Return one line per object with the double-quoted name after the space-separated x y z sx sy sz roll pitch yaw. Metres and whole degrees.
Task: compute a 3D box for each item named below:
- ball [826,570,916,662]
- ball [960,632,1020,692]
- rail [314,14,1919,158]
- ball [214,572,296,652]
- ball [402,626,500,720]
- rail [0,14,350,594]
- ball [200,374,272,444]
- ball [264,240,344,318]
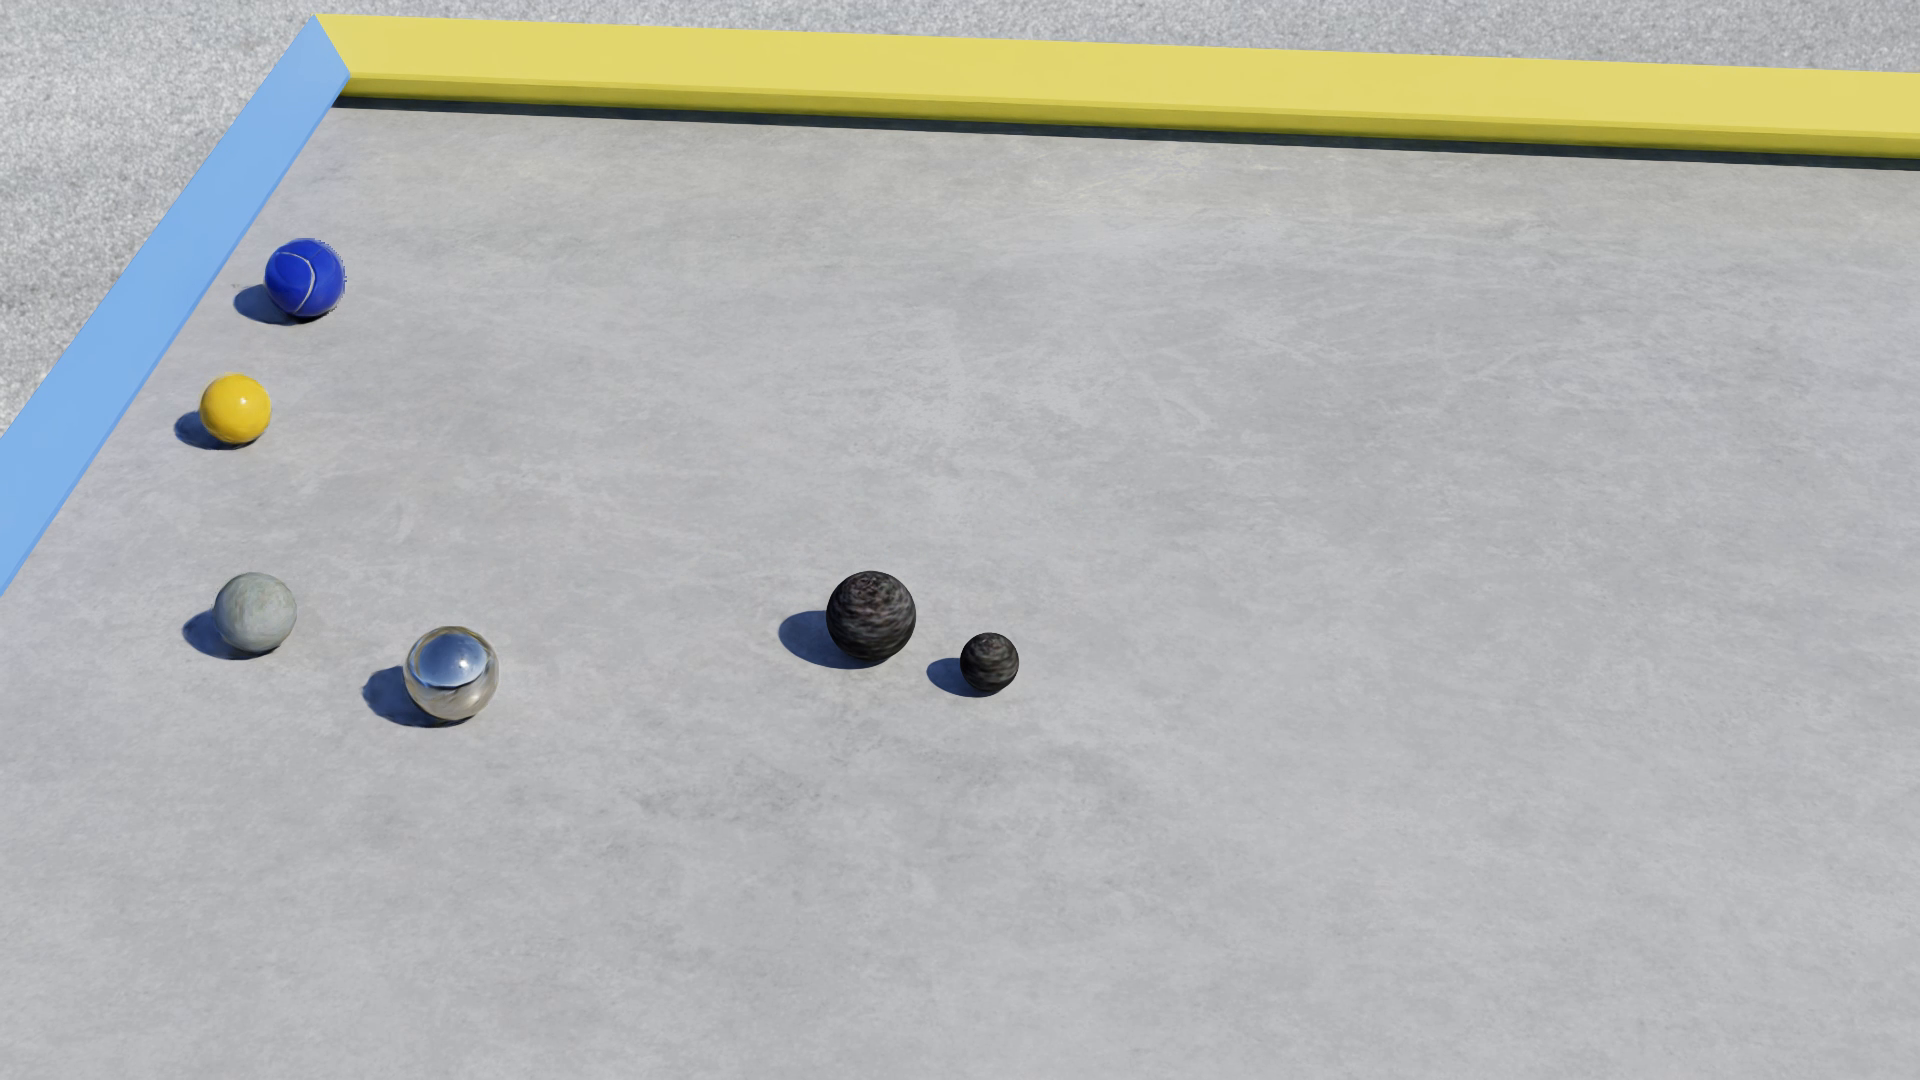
-0.064 0.054 1.835 0.065 0.065 0.065 0 35 0 "ball"
0.021 0.086 1.810 0.042 0.042 0.042 0 35 0 "ball"
0.787 -0.404 2.470 2.888 0.088 0.045 3 35 4 "rail"
-0.507 0.052 1.844 0.058 0.058 0.058 0 35 0 "ball"
-0.353 0.092 1.780 0.066 0.066 0.066 0 35 0 "ball"
-0.695 -0.049 1.962 0.045 0.088 1.550 3 35 4 "rail"
-0.585 -0.106 2.072 0.057 0.057 0.057 0 35 0 "ball"
-0.572 -0.228 2.236 0.068 0.068 0.068 0 35 0 "ball"
